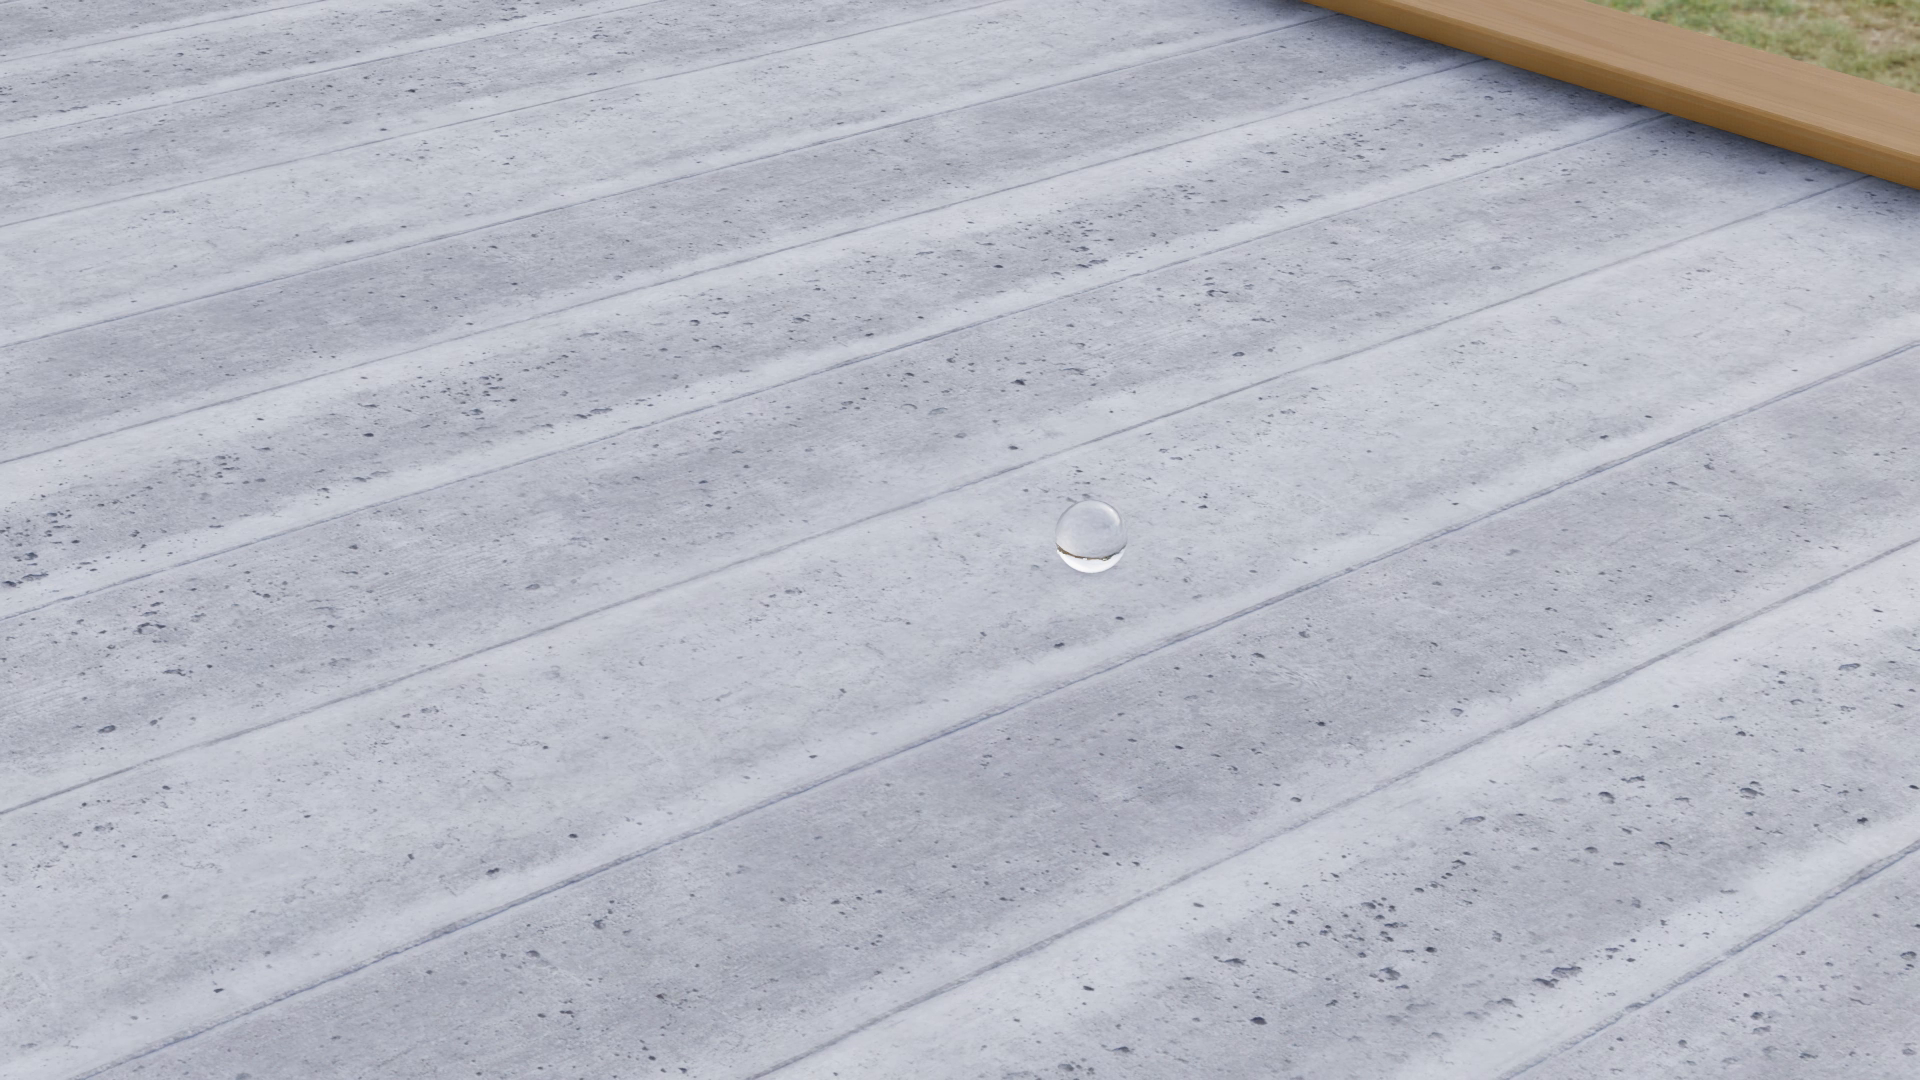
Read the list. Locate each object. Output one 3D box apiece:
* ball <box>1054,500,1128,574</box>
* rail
[{"bbox_3d":[0.093,-0.003,2.083,0.052,0.052,0.052,0,26,0],"label":"ball"},{"bbox_3d":[0.259,-0.725,3.506,0.045,0.090,4.377,-20,32,-34],"label":"rail"}]
